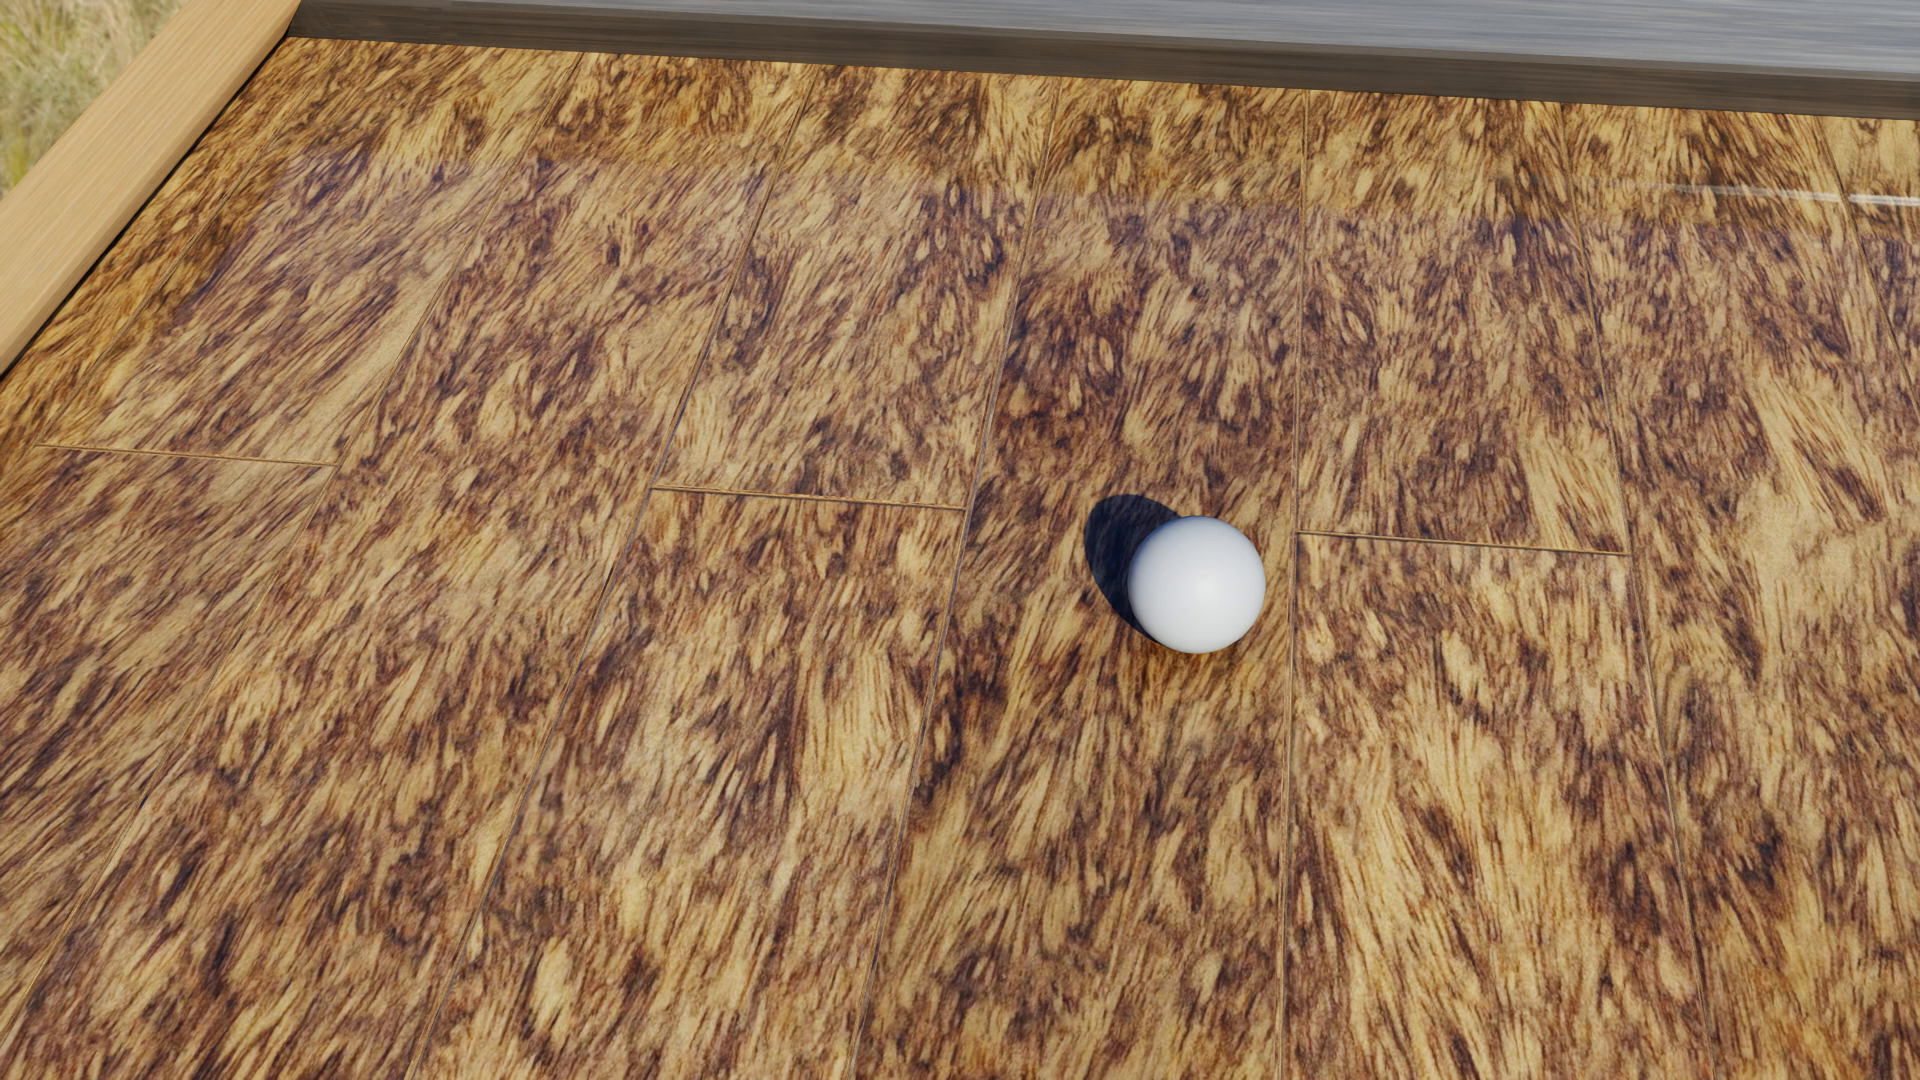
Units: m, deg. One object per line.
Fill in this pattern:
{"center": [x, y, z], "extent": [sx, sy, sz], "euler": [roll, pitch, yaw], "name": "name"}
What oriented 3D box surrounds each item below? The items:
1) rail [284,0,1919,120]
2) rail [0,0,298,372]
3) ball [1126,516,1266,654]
{"center": [0.932, -0.456, 2.482], "extent": [3.325, 0.127, 0.045], "euler": [4, 35, 6], "name": "rail"}
{"center": [-0.801, -0.075, 1.933], "extent": [0.045, 0.127, 1.798], "euler": [4, 35, 6], "name": "rail"}
{"center": [0.166, 0.031, 1.806], "extent": [0.097, 0.097, 0.097], "euler": [0, 35, 0], "name": "ball"}
